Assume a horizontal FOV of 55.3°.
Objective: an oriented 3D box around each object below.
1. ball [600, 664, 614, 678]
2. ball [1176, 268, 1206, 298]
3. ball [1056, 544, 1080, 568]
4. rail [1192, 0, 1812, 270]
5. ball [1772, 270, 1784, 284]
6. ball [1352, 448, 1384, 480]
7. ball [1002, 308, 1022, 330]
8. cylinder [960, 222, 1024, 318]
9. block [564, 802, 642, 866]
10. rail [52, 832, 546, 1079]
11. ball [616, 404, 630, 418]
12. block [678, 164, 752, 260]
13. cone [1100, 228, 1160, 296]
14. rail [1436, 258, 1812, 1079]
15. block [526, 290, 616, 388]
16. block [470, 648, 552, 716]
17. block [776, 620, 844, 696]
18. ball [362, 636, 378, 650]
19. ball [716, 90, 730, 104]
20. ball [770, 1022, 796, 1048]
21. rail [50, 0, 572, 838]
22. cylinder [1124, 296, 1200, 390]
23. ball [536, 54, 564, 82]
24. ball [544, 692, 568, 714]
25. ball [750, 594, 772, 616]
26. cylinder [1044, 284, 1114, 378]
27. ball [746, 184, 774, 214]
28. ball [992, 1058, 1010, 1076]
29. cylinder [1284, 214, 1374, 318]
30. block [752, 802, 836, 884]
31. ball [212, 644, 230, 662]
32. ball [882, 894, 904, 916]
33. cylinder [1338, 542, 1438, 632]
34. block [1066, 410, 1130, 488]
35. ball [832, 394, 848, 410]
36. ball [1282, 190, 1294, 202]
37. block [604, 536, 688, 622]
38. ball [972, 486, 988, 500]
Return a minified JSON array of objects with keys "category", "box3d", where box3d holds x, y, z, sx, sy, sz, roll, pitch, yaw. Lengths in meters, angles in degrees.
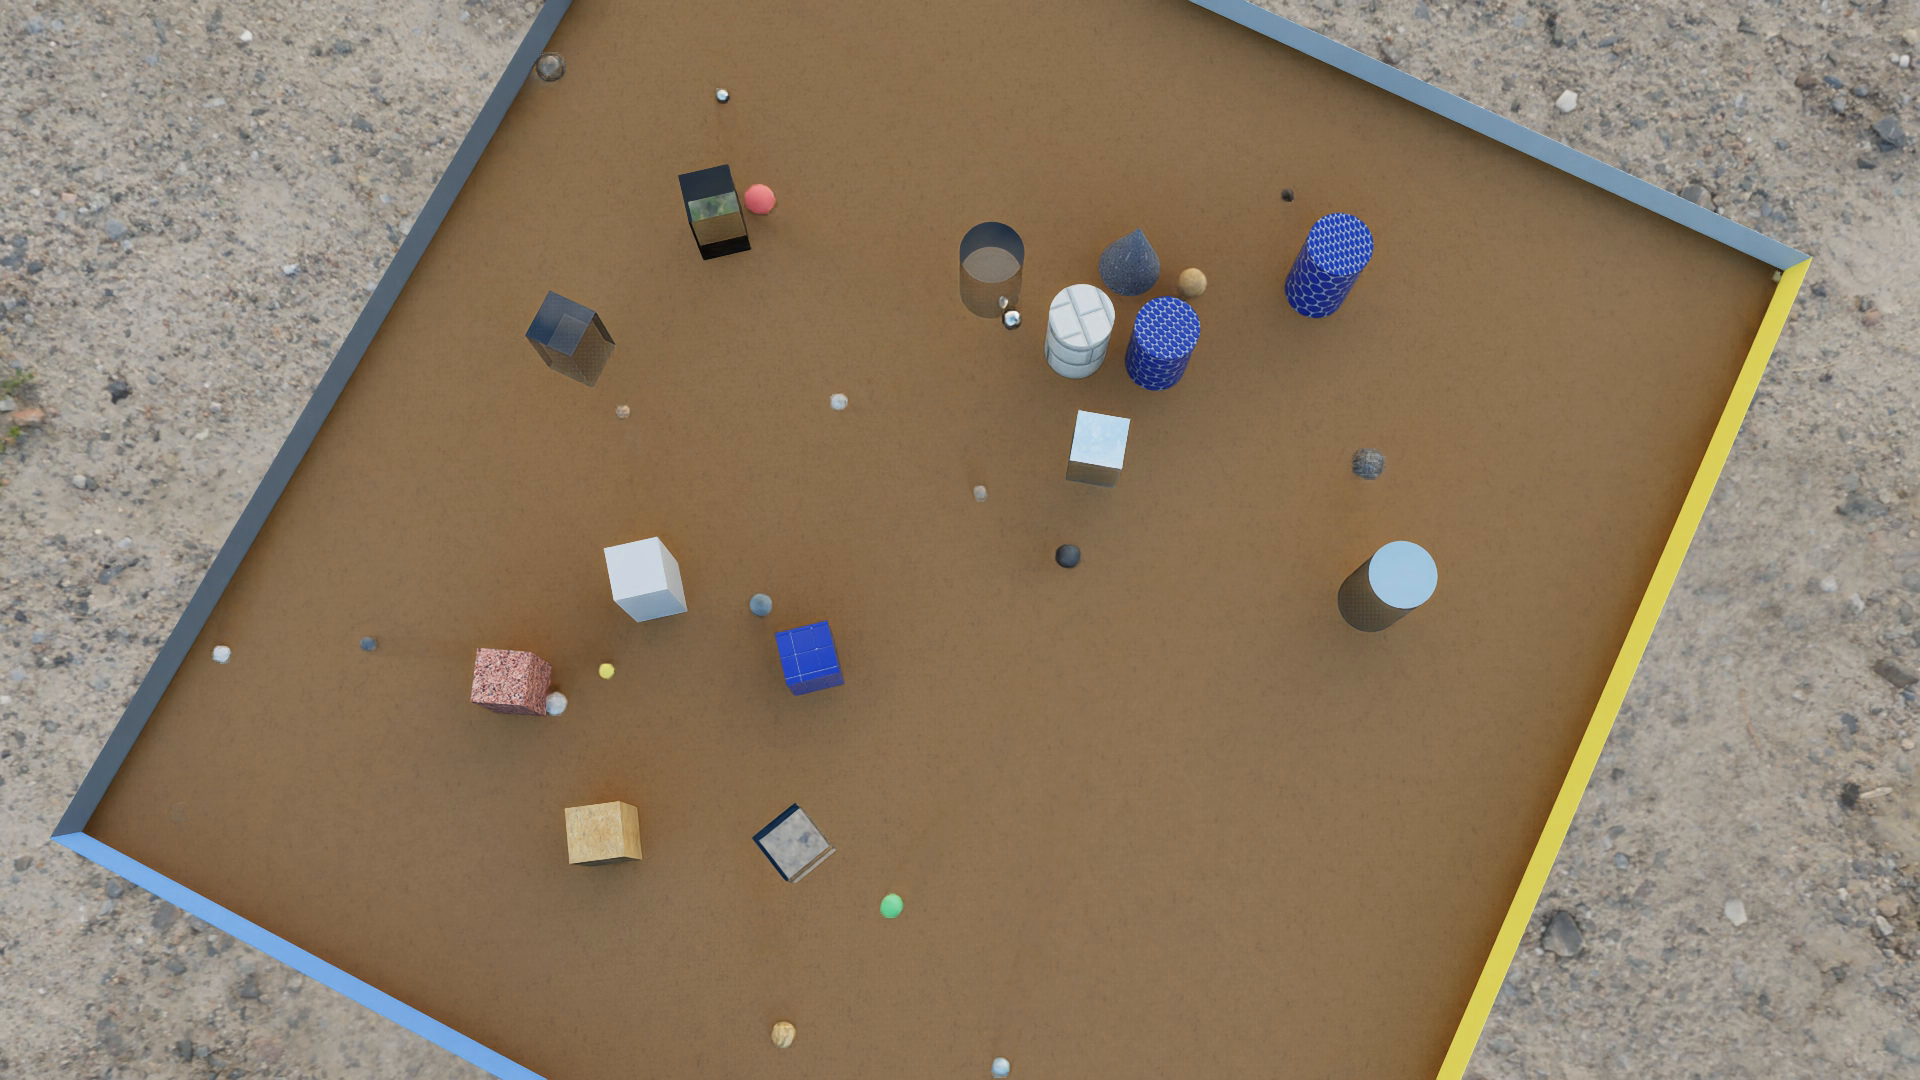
[{"category":"ball","box3d":[-1.063,0.392,5.513,0.044,0.044,0.044,0,78,0]},{"category":"ball","box3d":[0.724,-0.804,5.736,0.092,0.092,0.092,0,78,0]},{"category":"ball","box3d":[0.326,0.049,5.568,0.075,0.075,0.075,0,78,0]},{"category":"rail","box3d":[0.872,-1.702,5.903,3.926,0.126,0.045,26,80,5]},{"category":"ball","box3d":[2.577,-0.827,5.767,0.040,0.040,0.040,0,78,0]},{"category":"ball","box3d":[1.251,-0.231,5.615,0.097,0.097,0.097,0,78,0]},{"category":"ball","box3d":[0.163,-0.689,5.726,0.065,0.065,0.065,0,78,0]},{"category":"cylinder","box3d":[0.095,-0.824,5.619,0.194,0.328,0.194,0,78,0]},{"category":"block","box3d":[-1.027,0.851,5.293,0.155,0.289,0.155,-7,78,-2]},{"category":"rail","box3d":[-0.872,1.715,5.196,3.926,0.126,0.045,26,80,5]},{"category":"ball","box3d":[-1.044,-0.398,5.677,0.042,0.042,0.042,0,78,0]},{"category":"block","box3d":[-0.755,-1.009,5.660,0.155,0.323,0.155,-13,79,-3]},{"category":"cone","box3d":[0.536,-0.898,5.630,0.194,0.338,0.194,0,78,0]},{"category":"rail","box3d":[1.735,0.856,5.374,0.045,0.126,3.949,26,80,5]},{"category":"block","box3d":[-1.181,-0.607,5.576,0.155,0.325,0.155,25,79,5]},{"category":"block","box3d":[-1.316,0.420,5.386,0.155,0.280,0.155,4,78,1]},{"category":"block","box3d":[-0.441,0.352,5.408,0.155,0.265,0.155,-14,79,-3]},{"category":"ball","box3d":[-1.781,0.313,5.530,0.042,0.042,0.042,0,78,0]},{"category":"ball","box3d":[-0.764,-1.426,5.889,0.044,0.044,0.044,0,78,0]},{"category":"ball","box3d":[-0.509,1.425,5.285,0.072,0.072,0.072,0,78,0]},{"category":"rail","box3d":[-1.735,-0.843,5.726,0.045,0.126,3.949,26,80,5]},{"category":"cylinder","box3d":[0.612,-0.593,5.571,0.194,0.330,0.194,0,78,0]},{"category":"ball","box3d":[-1.316,-1.517,5.885,0.090,0.090,0.090,0,78,0]},{"category":"ball","box3d":[-1.209,0.488,5.482,0.065,0.065,0.065,0,78,0]},{"category":"ball","box3d":[-0.601,0.198,5.540,0.069,0.069,0.069,0,78,0]},{"category":"cylinder","box3d":[0.361,-0.631,5.579,0.194,0.330,0.194,0,78,0]},{"category":"ball","box3d":[-0.632,-1.076,5.791,0.093,0.093,0.093,0,78,0]},{"category":"ball","box3d":[0.118,1.517,5.275,0.054,0.054,0.054,0,78,0]},{"category":"cylinder","box3d":[1.120,-0.832,5.588,0.194,0.393,0.194,0,78,0]},{"category":"block","box3d":[-0.474,0.875,5.276,0.155,0.313,0.155,-39,81,-7]},{"category":"ball","box3d":[-2.224,0.341,5.520,0.051,0.051,0.051,0,78,0]},{"category":"ball","box3d":[-0.198,1.070,5.362,0.064,0.064,0.064,0,78,0]},{"category":"cylinder","box3d":[1.246,0.141,5.366,0.194,0.434,0.194,0,78,0]},{"category":"block","box3d":[0.415,-0.272,5.545,0.155,0.250,0.155,10,78,2]},{"category":"ball","box3d":[-0.374,-0.428,5.679,0.050,0.050,0.050,0,78,0]},{"category":"ball","box3d":[1.042,-1.093,5.822,0.041,0.041,0.041,0,78,0]},{"category":"block","box3d":[-0.921,0.120,5.394,0.155,0.387,0.155,-12,79,-3]},{"category":"ball","box3d":[0.062,-0.147,5.625,0.044,0.044,0.044,0,78,0]}]
